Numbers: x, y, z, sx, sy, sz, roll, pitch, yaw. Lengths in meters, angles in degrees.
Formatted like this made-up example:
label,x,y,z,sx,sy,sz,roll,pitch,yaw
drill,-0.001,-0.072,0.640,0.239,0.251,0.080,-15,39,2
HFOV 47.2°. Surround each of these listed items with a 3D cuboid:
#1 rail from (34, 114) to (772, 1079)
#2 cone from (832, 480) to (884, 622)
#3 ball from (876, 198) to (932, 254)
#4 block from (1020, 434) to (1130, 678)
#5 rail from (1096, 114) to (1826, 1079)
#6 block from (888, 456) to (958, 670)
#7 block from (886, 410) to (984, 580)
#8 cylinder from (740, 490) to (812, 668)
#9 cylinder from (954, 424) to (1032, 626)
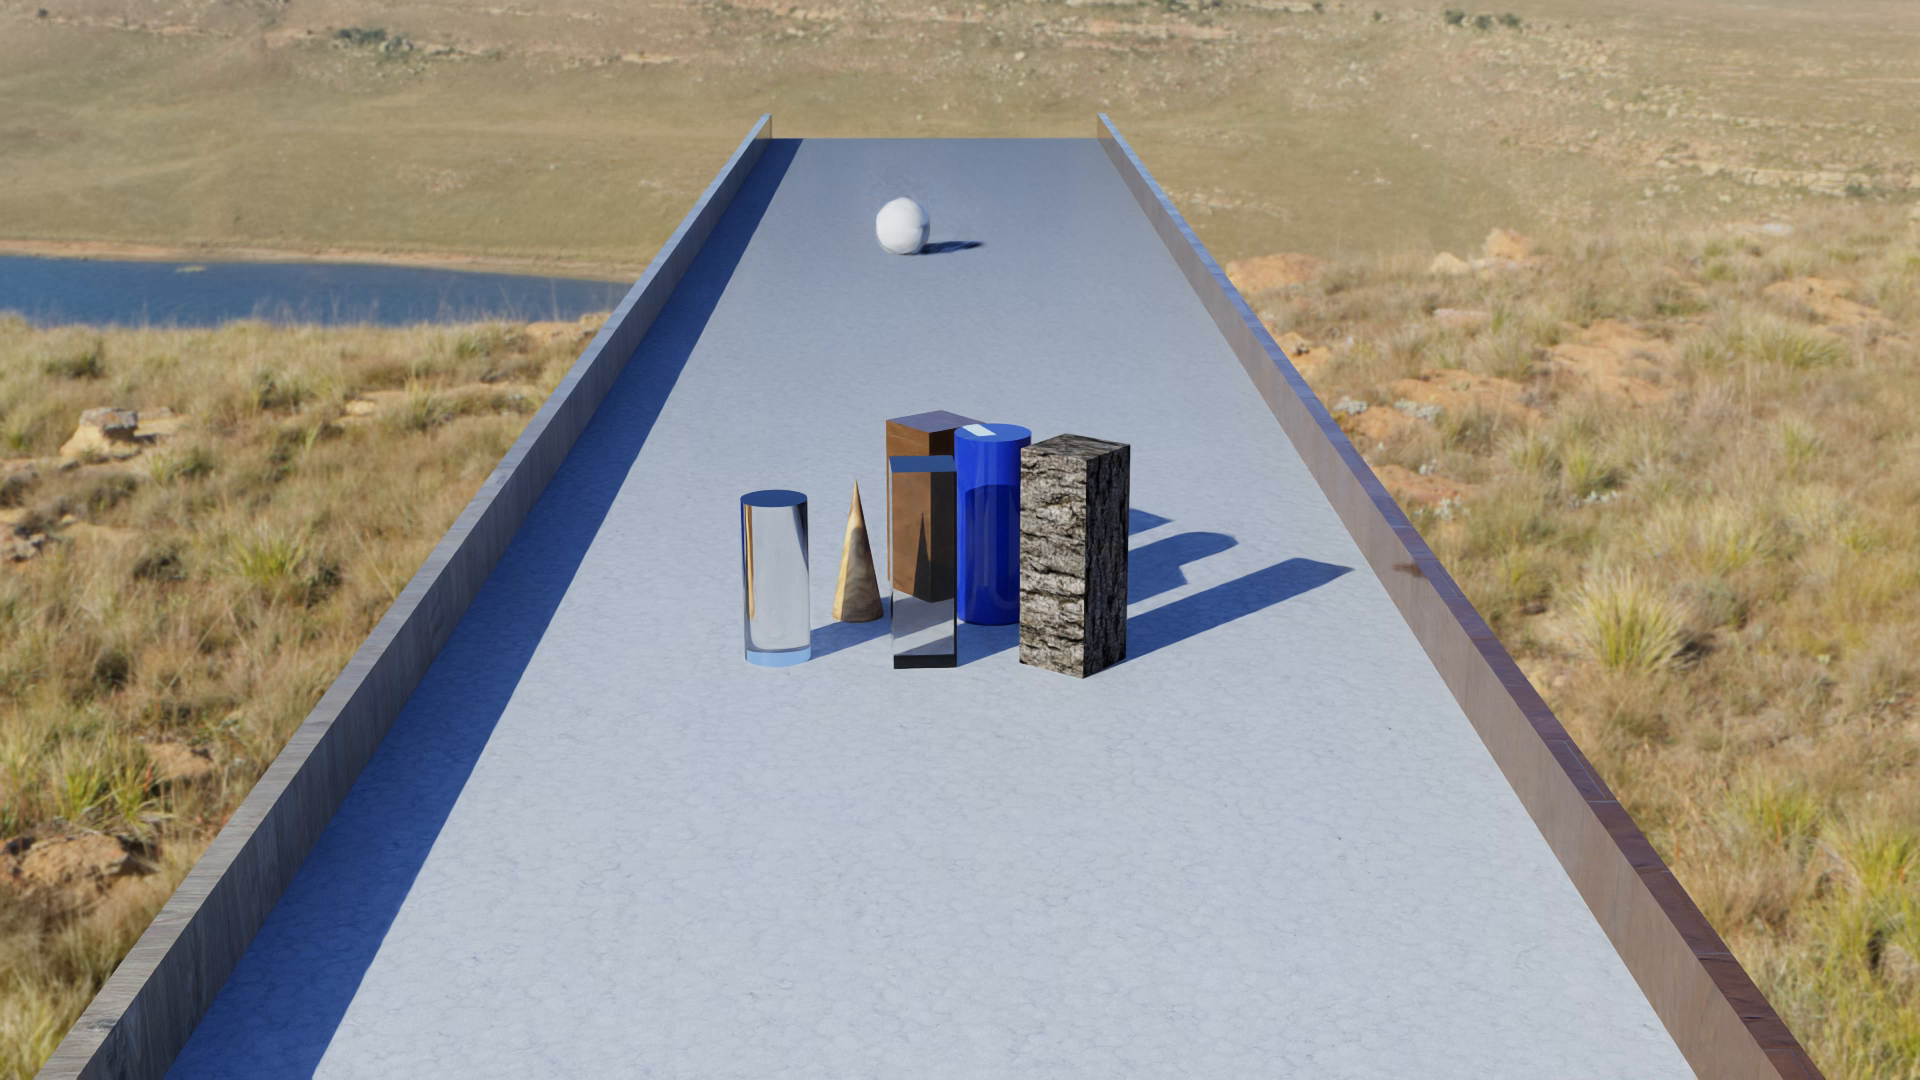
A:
label,x,y,z,sx,sy,sz,roll,pitch,yaw
rail,-1.118,-0.838,7.780,0.050,0.150,12.000,0,17,-1
cone,-0.218,0.013,4.649,0.111,0.305,0.111,0,17,0
ball,-0.238,-1.320,9.253,0.236,0.236,0.236,0,17,0
block,0.226,0.030,4.350,0.154,0.443,0.154,12,21,36
rail,0.932,-0.844,7.801,0.050,0.150,12.000,0,17,-1
block,-0.074,0.044,4.372,0.126,0.403,0.126,-1,17,-4
block,-0.054,-0.083,4.859,0.154,0.369,0.154,-13,21,-37
cylinder,-0.368,0.076,4.393,0.134,0.330,0.134,0,17,0
cylinder,0.069,-0.033,4.638,0.162,0.399,0.162,0,17,0
